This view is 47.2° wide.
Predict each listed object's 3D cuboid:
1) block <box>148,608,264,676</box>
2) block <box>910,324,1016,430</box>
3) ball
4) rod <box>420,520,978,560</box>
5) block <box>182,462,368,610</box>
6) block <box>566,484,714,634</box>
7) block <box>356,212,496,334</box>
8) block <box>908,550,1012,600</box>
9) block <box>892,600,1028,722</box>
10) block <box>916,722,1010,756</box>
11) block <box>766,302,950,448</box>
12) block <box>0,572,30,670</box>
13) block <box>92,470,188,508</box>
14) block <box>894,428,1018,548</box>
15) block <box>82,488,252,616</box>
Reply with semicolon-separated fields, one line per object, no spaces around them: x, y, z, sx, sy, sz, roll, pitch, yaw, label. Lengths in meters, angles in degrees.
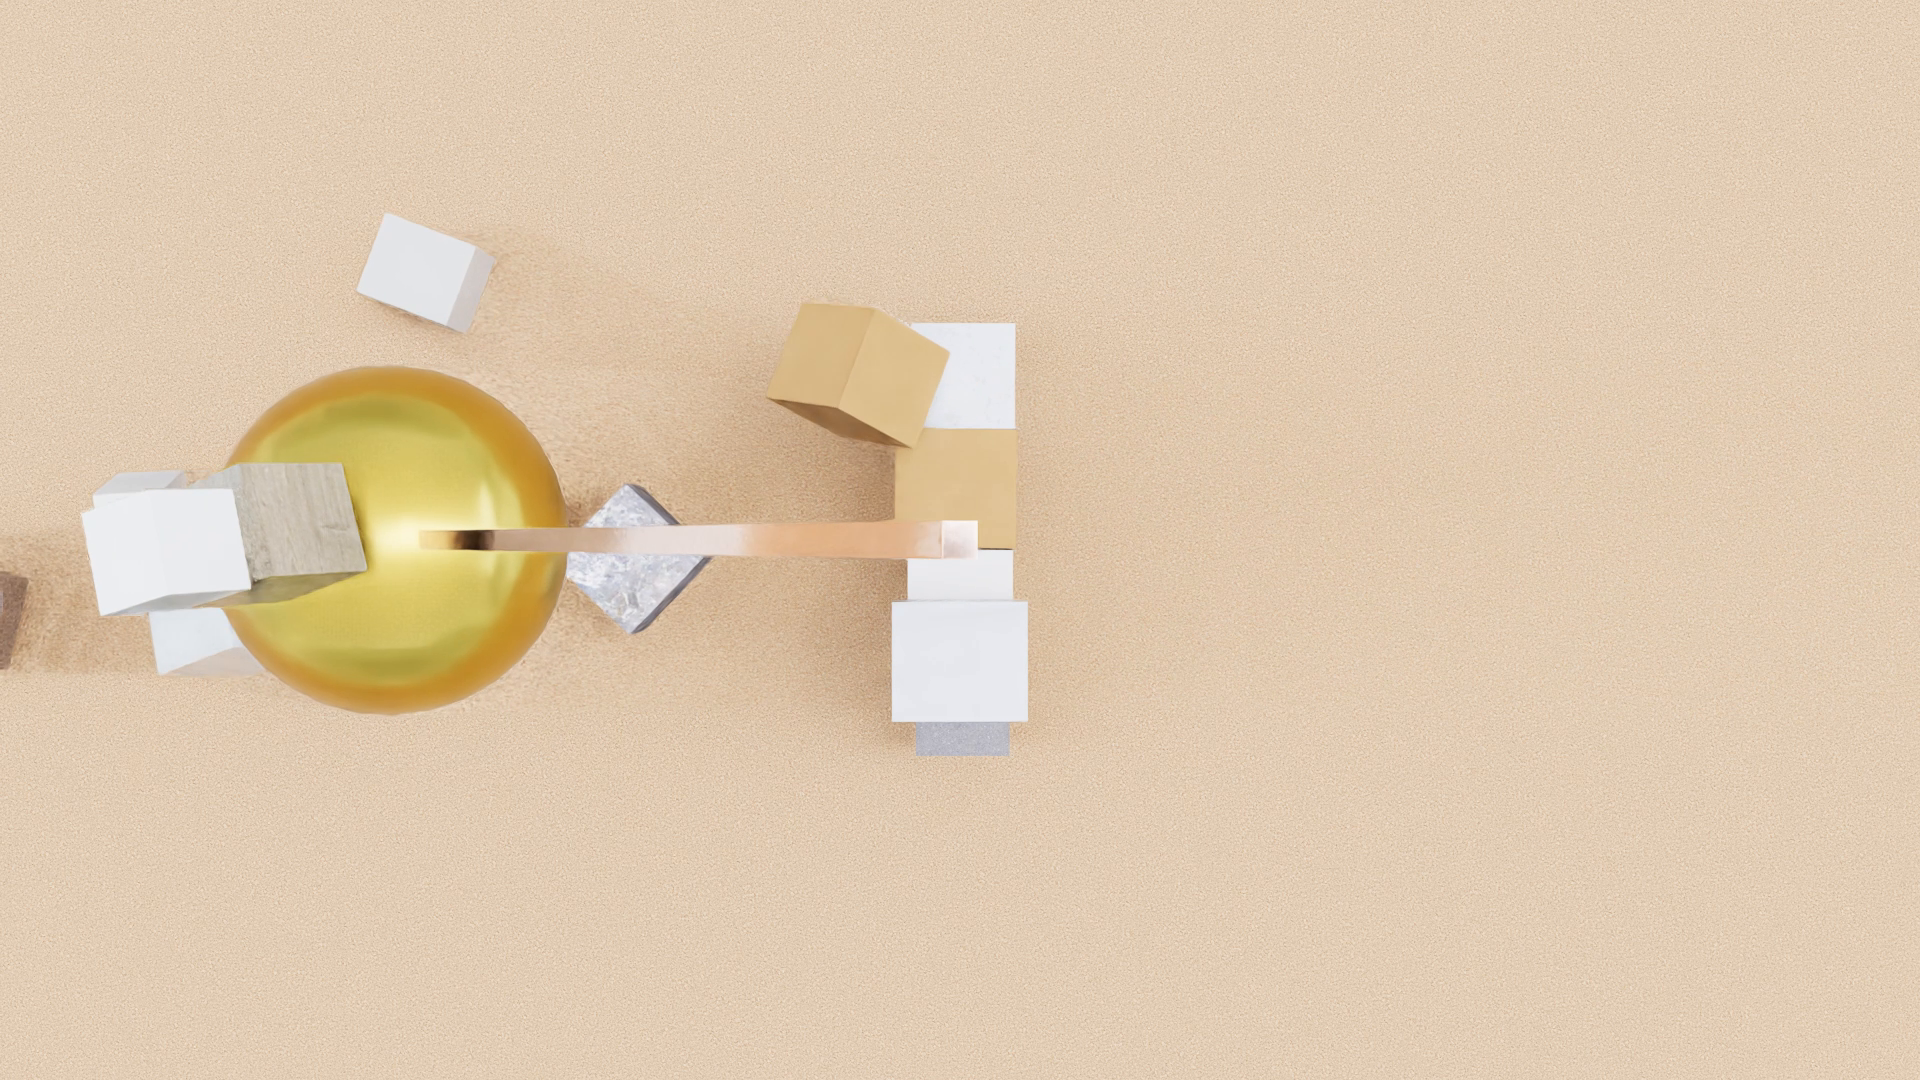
-4.135;0.369;12.507;0.587;0.684;0.671;-19;78;26;block
0.016;-0.923;12.682;0.586;0.636;0.592;0;90;0;block
-2.592;0.000;10.030;1.600;1.600;1.600;0;90;0;ball
-1.123;0.000;6.963;0.080;5.200;0.080;0;90;-26;rod
-2.824;-0.021;8.935;0.474;0.546;0.464;-19;83;29;block
-1.877;0.107;12.703;0.608;0.594;0.607;44;90;0;block
-3.089;-1.540;12.747;0.549;0.502;0.481;21;90;0;block
0.003;0.372;12.653;0.587;0.694;0.635;0;90;0;block
-0.001;0.648;12.004;0.722;0.605;0.635;0;90;0;block
0.015;0.959;12.705;0.529;0.589;0.518;0;90;0;block
-0.562;-0.910;12.122;0.580;0.669;0.577;27;80;-39;block
-5.861;0.414;12.648;0.616;0.606;0.554;12;89;9;block
-4.036;-0.115;10.899;0.331;0.363;0.363;-3;109;1;block
-0.024;-0.290;12.622;0.676;0.757;0.661;1;90;0;block
-3.076;0.045;8.533;0.386;0.406;0.403;-15;85;29;block
